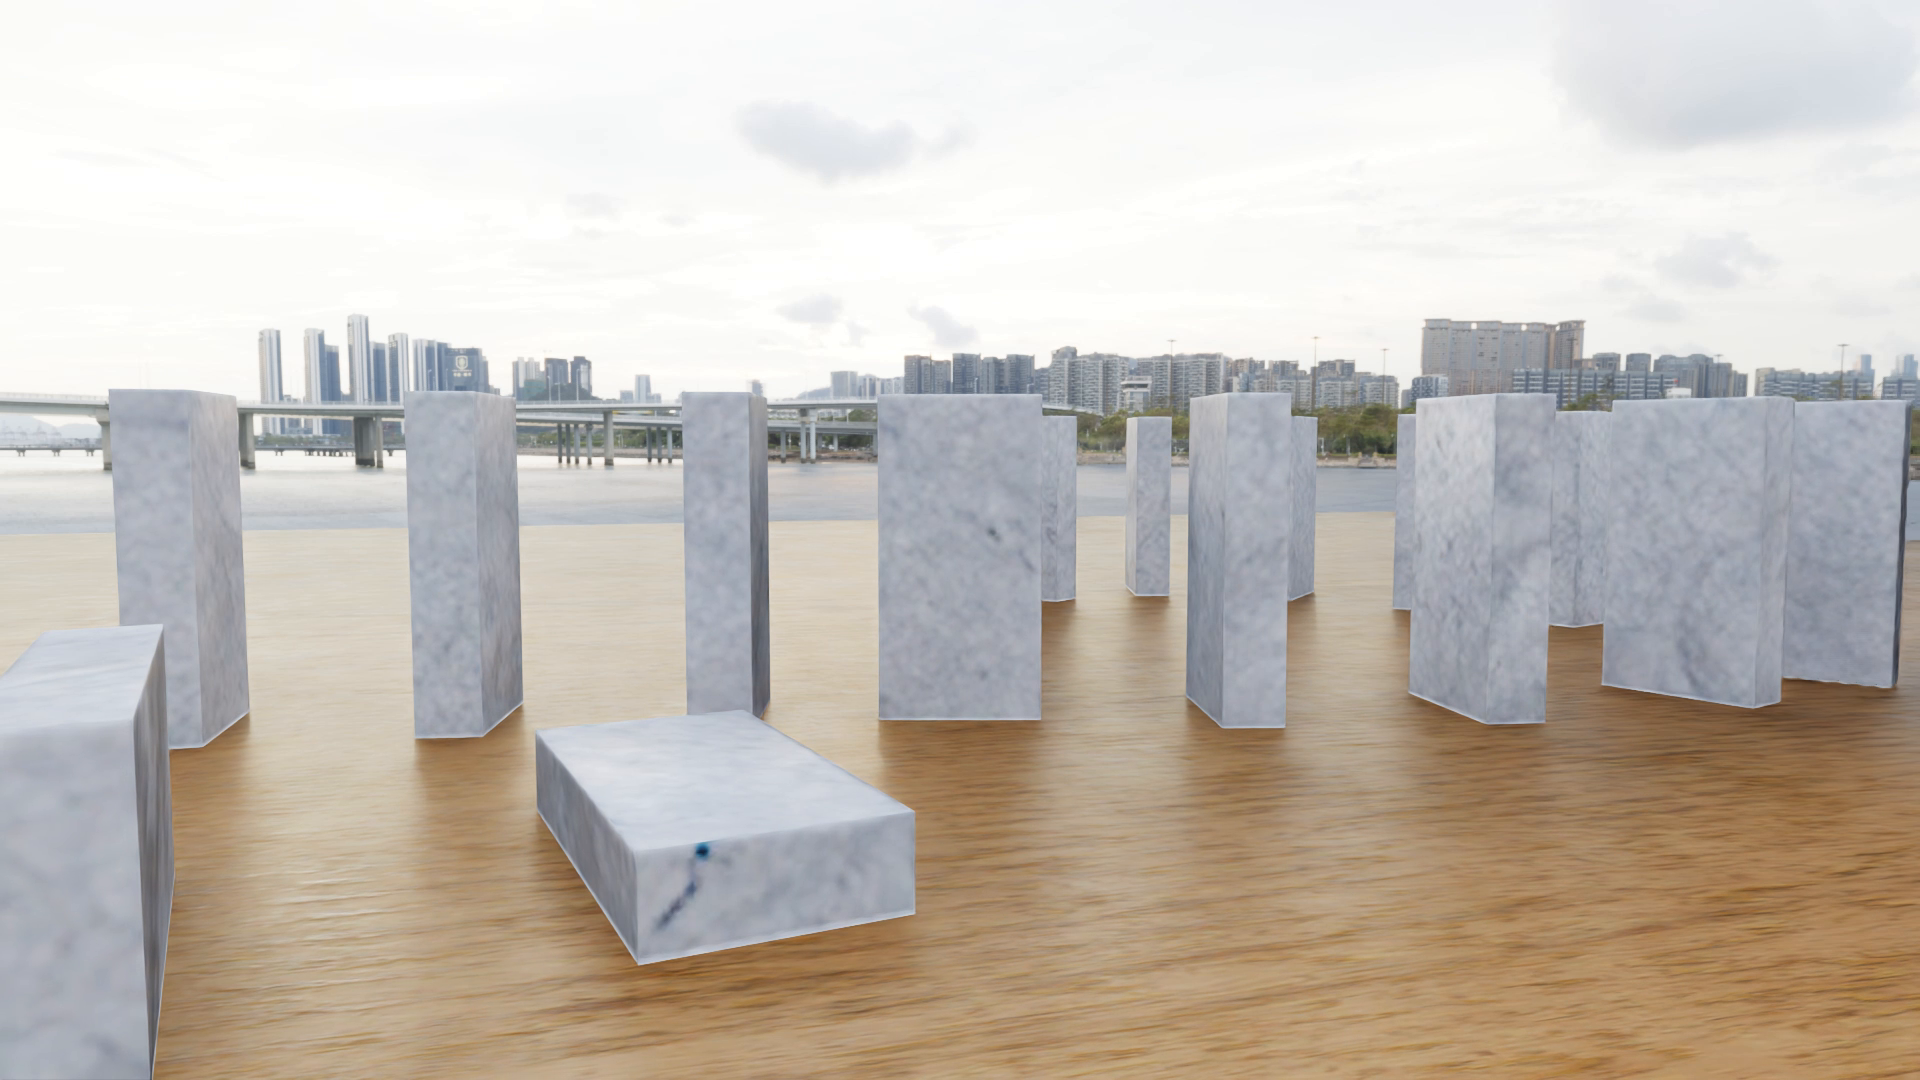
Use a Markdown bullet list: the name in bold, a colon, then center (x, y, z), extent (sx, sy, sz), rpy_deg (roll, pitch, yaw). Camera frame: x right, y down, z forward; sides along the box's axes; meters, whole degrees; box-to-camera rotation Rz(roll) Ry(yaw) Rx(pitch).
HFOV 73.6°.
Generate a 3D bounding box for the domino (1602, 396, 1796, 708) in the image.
- **domino**: center (0.124, 0.001, 0.217), extent (0.009, 0.050, 0.025), rpy_deg (-3, 5, -34)

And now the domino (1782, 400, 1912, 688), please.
- **domino**: center (0.156, 0.000, 0.233), extent (0.025, 0.050, 0.009), rpy_deg (4, 7, 42)

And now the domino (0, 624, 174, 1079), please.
- **domino**: center (-0.069, 0.022, 0.102), extent (0.010, 0.025, 0.050), rpy_deg (-2, 5, -30)

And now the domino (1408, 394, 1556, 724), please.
- **domino**: center (0.083, 0.002, 0.206), extent (0.010, 0.050, 0.025), rpy_deg (-1, 4, -7)

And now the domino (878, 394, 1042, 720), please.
- **domino**: center (0.000, 0.002, 0.201), extent (0.025, 0.050, 0.009), rpy_deg (0, 4, 0)

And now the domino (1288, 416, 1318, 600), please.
- **domino**: center (0.092, -0.009, 0.359), extent (0.009, 0.050, 0.025), rpy_deg (2, 5, 29)

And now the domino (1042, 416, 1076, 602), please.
- **domino**: center (0.019, -0.009, 0.355), extent (0.025, 0.050, 0.009), rpy_deg (3, 5, 38)

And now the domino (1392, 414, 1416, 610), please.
- **domino**: center (0.124, -0.008, 0.336), extent (0.009, 0.050, 0.025), rpy_deg (4, 6, 42)

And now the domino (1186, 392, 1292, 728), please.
- **domino**: center (0.044, 0.002, 0.203), extent (0.010, 0.050, 0.025), rpy_deg (0, 4, -3)

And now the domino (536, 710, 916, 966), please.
- **domino**: center (-0.027, 0.028, 0.132), extent (0.025, 0.009, 0.050), rpy_deg (-2, 5, -27)

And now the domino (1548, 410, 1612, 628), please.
- **domino**: center (0.150, -0.005, 0.306), extent (0.025, 0.050, 0.010), rpy_deg (-3, 5, -34)

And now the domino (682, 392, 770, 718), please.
- **domino**: center (-0.036, 0.003, 0.199), extent (0.009, 0.050, 0.025), rpy_deg (0, 4, -2)

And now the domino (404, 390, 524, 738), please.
- **domino**: center (-0.075, 0.003, 0.197), extent (0.010, 0.050, 0.025), rpy_deg (0, 4, -6)

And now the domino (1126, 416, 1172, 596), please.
- **domino**: center (0.054, -0.010, 0.371), extent (0.010, 0.050, 0.025), rpy_deg (0, 4, 1)

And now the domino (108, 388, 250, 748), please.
- **domino**: center (-0.114, 0.003, 0.189), extent (0.009, 0.050, 0.025), rpy_deg (-1, 4, -16)
